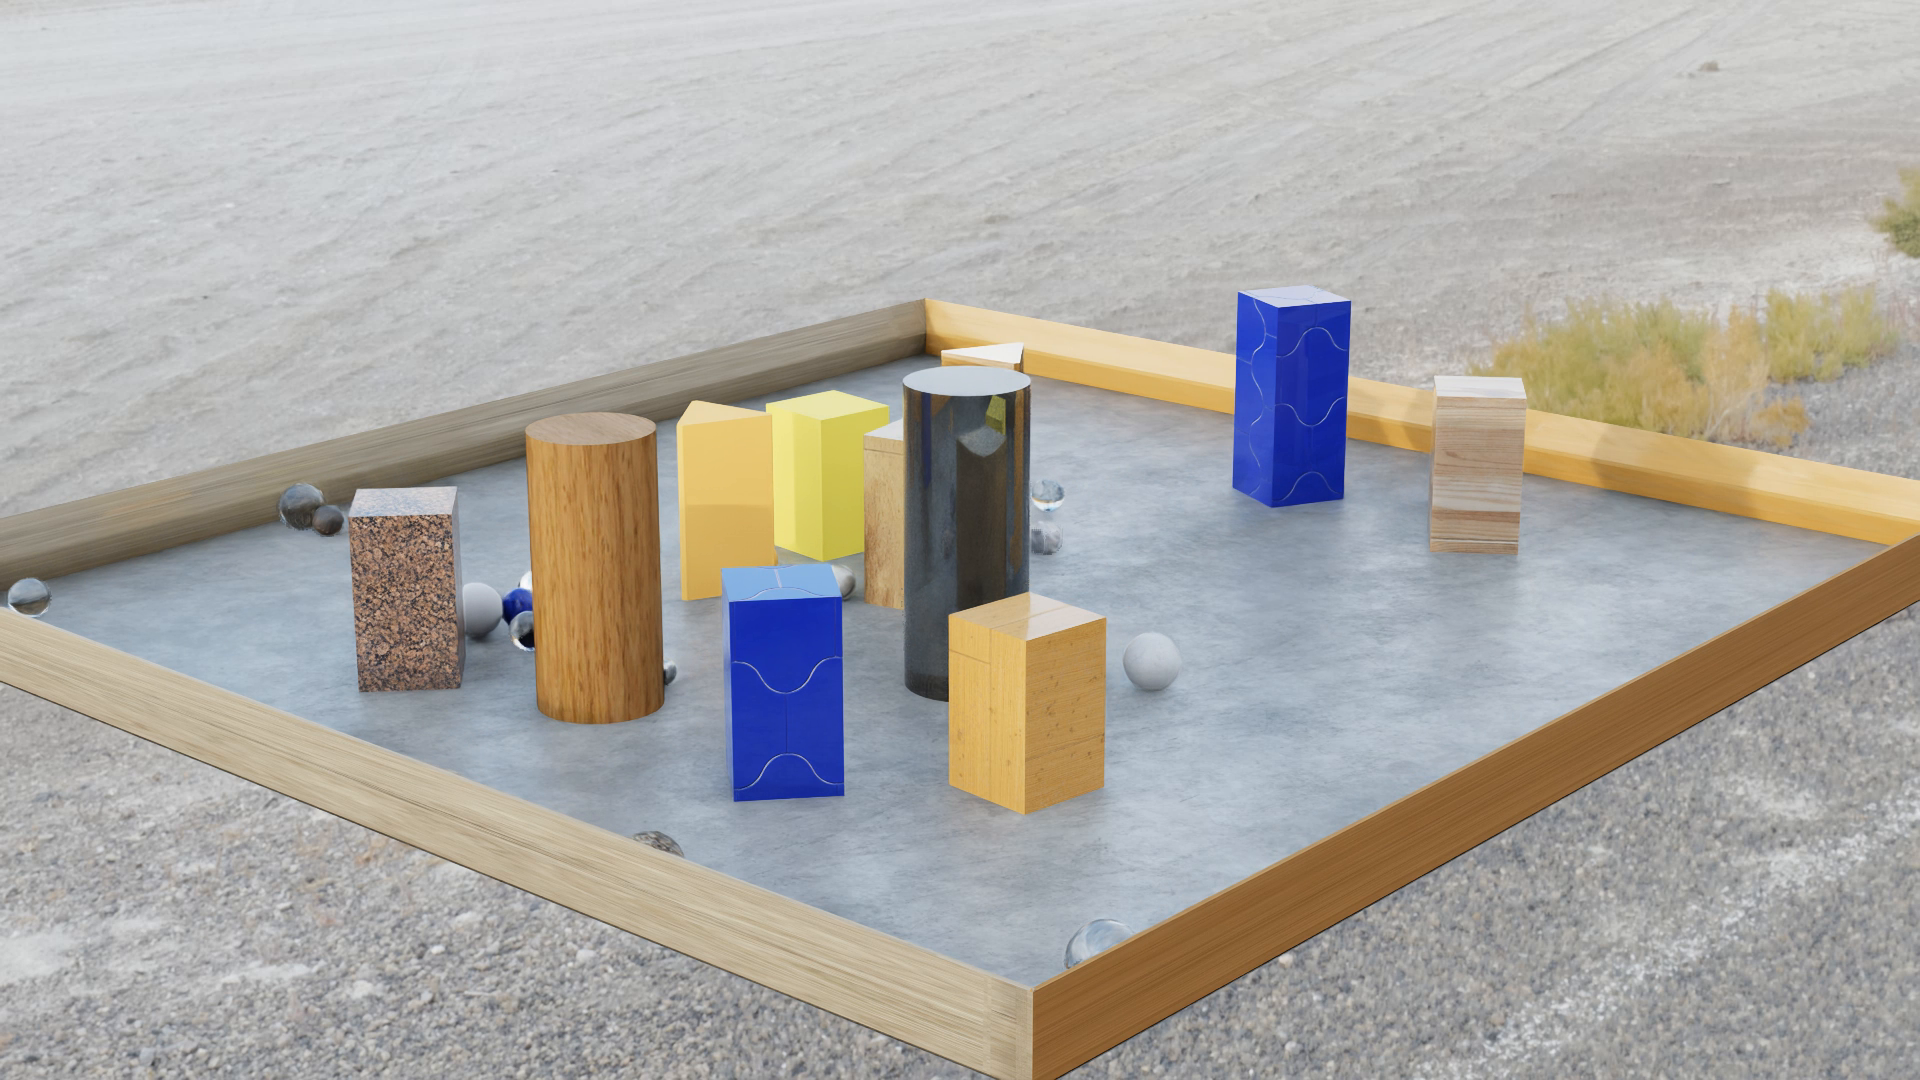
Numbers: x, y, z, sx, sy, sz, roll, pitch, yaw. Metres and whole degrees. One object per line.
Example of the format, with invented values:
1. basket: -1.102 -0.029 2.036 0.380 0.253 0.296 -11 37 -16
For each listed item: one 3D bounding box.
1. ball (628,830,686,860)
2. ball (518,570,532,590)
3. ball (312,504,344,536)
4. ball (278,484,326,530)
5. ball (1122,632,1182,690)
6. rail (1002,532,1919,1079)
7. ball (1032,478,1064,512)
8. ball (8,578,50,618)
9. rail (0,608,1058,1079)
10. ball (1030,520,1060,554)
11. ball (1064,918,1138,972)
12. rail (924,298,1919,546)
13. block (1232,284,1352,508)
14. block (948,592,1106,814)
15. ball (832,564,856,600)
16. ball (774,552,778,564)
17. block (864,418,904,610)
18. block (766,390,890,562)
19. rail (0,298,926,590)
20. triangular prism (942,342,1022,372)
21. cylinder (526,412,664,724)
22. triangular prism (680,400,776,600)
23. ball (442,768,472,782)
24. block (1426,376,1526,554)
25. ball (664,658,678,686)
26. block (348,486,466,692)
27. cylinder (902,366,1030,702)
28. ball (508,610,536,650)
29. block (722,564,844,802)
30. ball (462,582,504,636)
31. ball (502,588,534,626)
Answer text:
1. ball: -0.409 0.431 3.862 0.095 0.095 0.095 0 17 0
2. ball: -0.717 0.088 5.020 0.082 0.082 0.082 0 17 0
3. ball: -1.181 -0.037 5.477 0.058 0.058 0.058 0 17 0
4. ball: -1.237 -0.063 5.515 0.087 0.087 0.087 0 17 0
5. ball: 0.305 0.192 4.656 0.093 0.093 0.093 0 17 0
6. rail: 0.953 0.271 4.327 0.045 0.130 2.711 14 22 39
7. ball: 0.169 -0.087 5.635 0.064 0.064 0.064 0 17 0
8. ball: -1.590 0.099 5.007 0.069 0.069 0.069 0 17 0
9. rail: -0.873 0.322 4.157 2.572 0.130 0.045 14 22 39
10. ball: 0.154 -0.005 5.366 0.061 0.061 0.061 0 17 0
11. ball: 0.177 0.513 3.580 0.100 0.100 0.100 0 17 0
12. rail: 0.873 -0.257 6.083 2.572 0.130 0.045 14 22 39
13. block: 0.644 -0.281 5.704 0.160 0.395 0.160 -7 18 -22
14. block: 0.097 0.233 4.231 0.160 0.260 0.160 -15 22 -40
15. ball: -0.212 0.073 5.103 0.063 0.063 0.063 0 17 0
16. ball: -0.356 0.036 5.231 0.060 0.060 0.060 0 17 0
17. block: -0.056 -0.044 5.078 0.160 0.302 0.160 10 19 29
18. block: -0.242 -0.120 5.394 0.160 0.265 0.160 -14 22 -39
19. rail: -0.953 -0.206 5.912 0.045 0.130 2.711 14 22 39
20. triangular prism: 0.077 -0.216 5.640 0.173 0.307 0.150 11 20 33
21. cylinder: -0.564 0.042 4.545 0.199 0.444 0.199 0 17 0
22. triangular prism: -0.436 -0.076 5.162 0.173 0.315 0.150 -8 19 -25
23. ball: -0.717 0.362 4.108 0.083 0.083 0.083 0 17 0
24. block: 0.951 -0.139 5.408 0.160 0.294 0.160 2 17 7
25. ball: -0.474 0.210 4.683 0.045 0.045 0.045 0 17 0
26. block: -0.883 0.078 4.695 0.160 0.290 0.160 -2 17 -6
27. cylinder: 0.011 -0.010 4.629 0.199 0.496 0.199 0 17 0
28. ball: -0.713 0.150 4.845 0.066 0.066 0.066 0 17 0
29. block: -0.257 0.205 4.251 0.160 0.302 0.160 -2 17 -8
30. ball: -0.811 0.117 4.911 0.090 0.090 0.090 0 17 0
31. ball: -0.742 0.115 4.953 0.069 0.069 0.069 0 17 0
